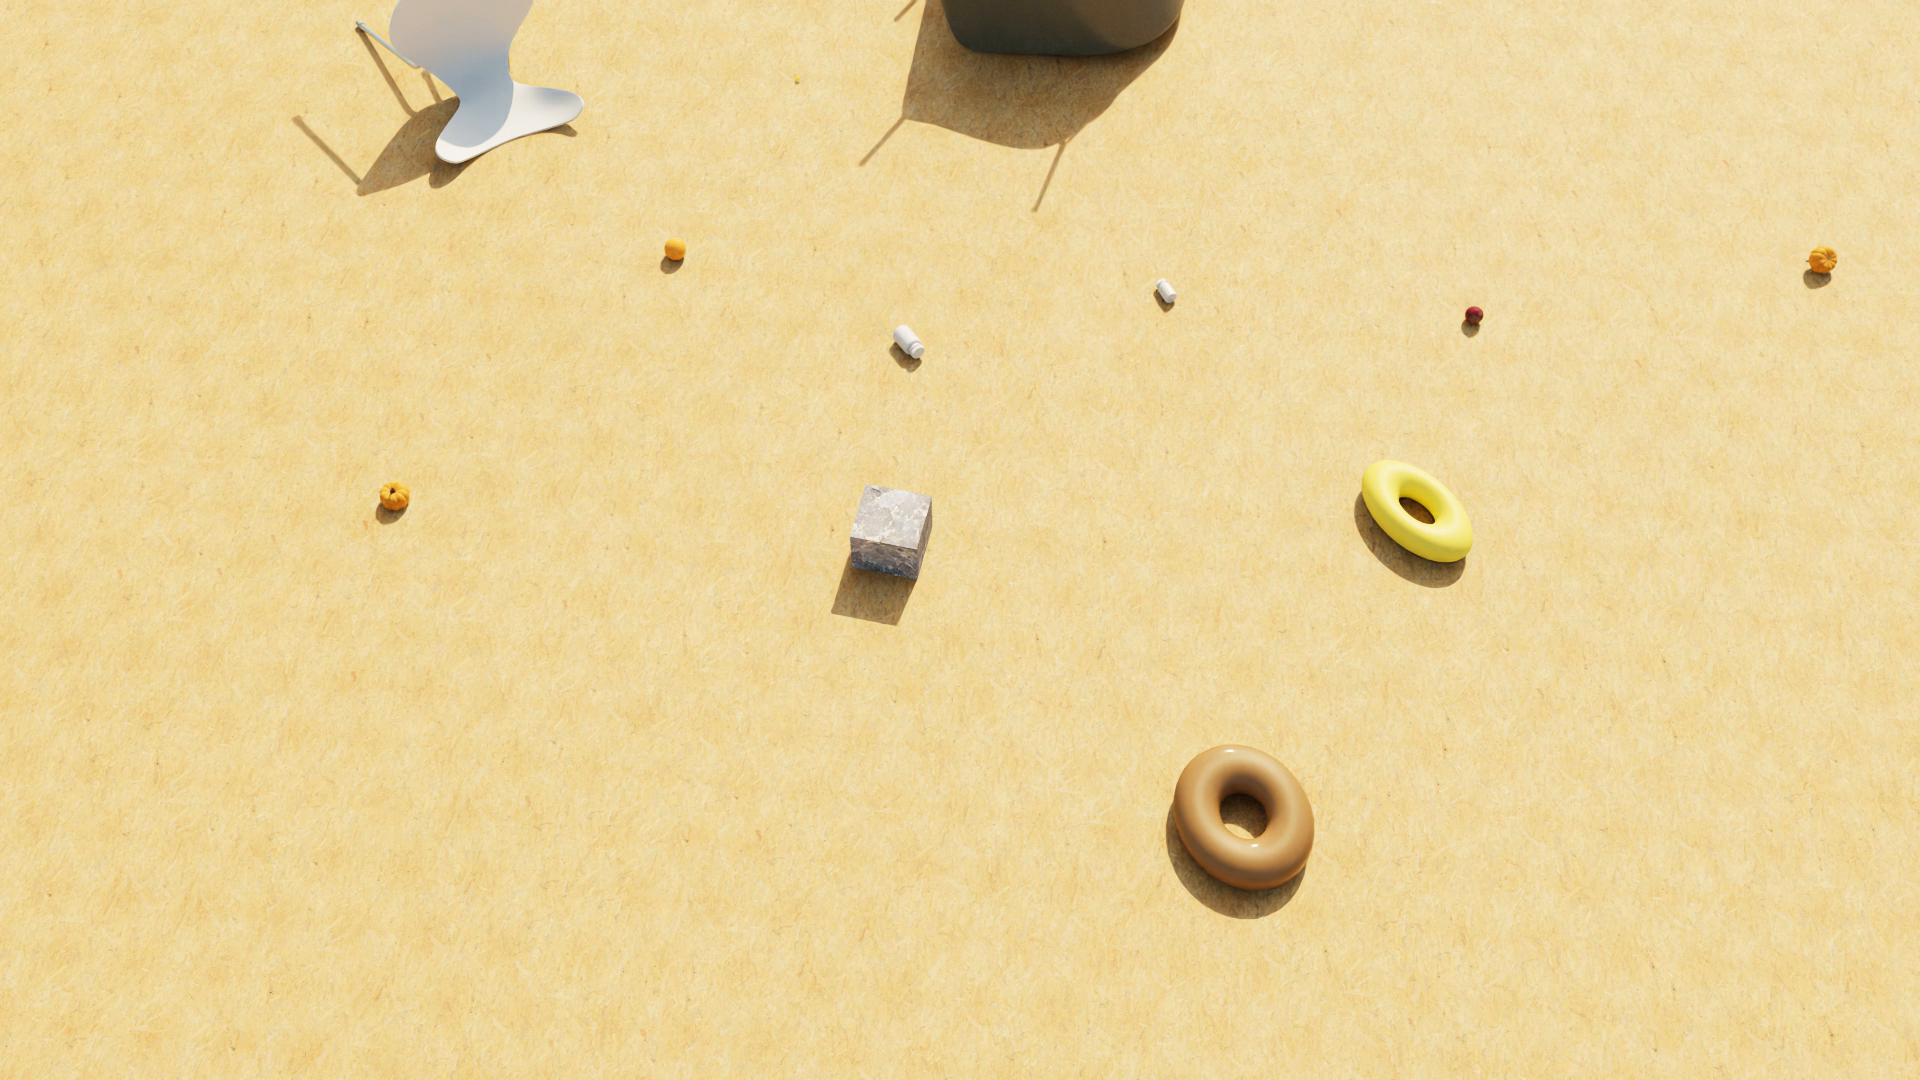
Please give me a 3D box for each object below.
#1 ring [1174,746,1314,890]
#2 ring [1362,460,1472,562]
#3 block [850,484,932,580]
[{"bbox_3d":[0.775,0.754,6.005,0.373,0.105,0.441,-18,59,-11],"label":"ring"},{"bbox_3d":[1.365,-0.088,6.571,0.235,0.105,0.405,-34,63,-19],"label":"ring"},{"bbox_3d":[-0.201,-0.025,6.493,0.200,0.162,0.193,11,57,7],"label":"block"}]
